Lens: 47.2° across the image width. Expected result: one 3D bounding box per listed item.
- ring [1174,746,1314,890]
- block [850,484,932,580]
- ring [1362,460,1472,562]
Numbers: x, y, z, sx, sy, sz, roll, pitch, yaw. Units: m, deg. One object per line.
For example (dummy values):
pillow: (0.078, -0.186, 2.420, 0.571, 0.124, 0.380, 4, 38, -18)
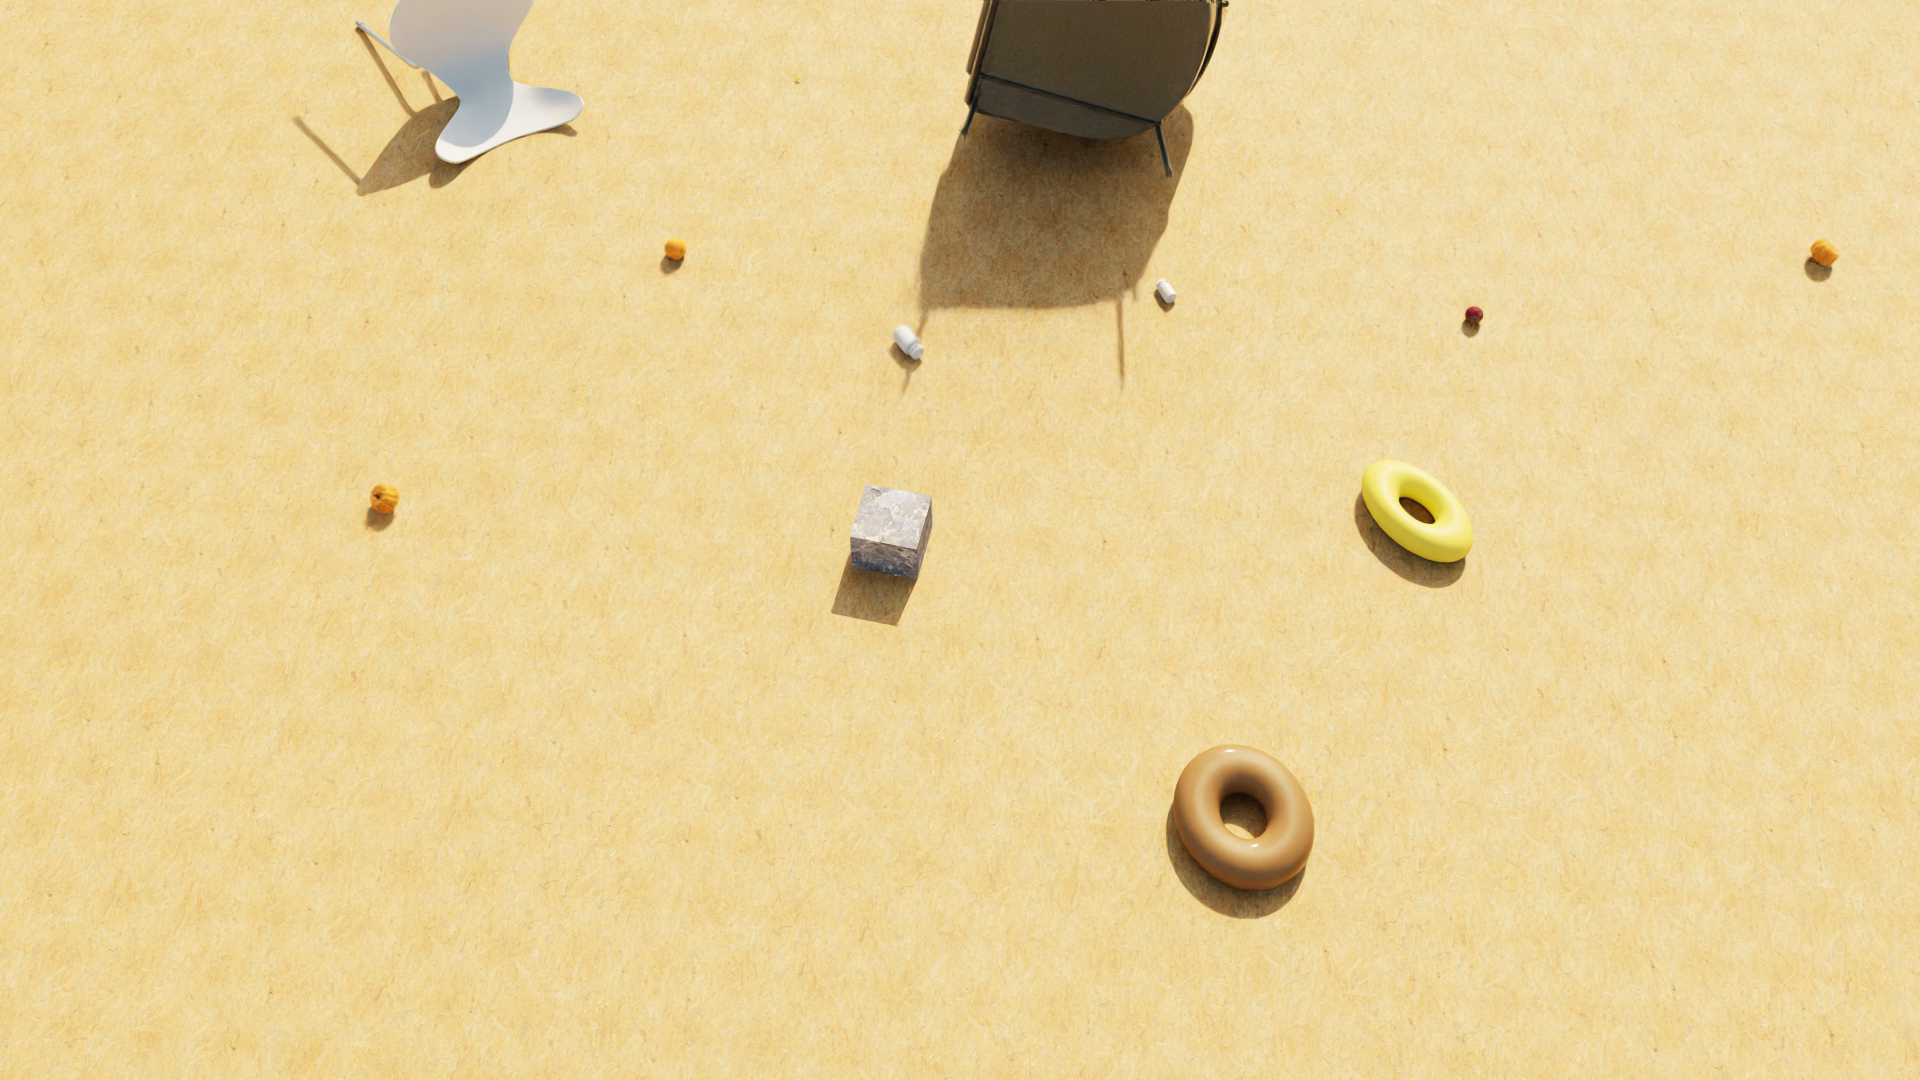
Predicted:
ring: (0.775, 0.754, 6.005, 0.373, 0.105, 0.441, -18, 59, -11)
block: (-0.201, -0.025, 6.493, 0.200, 0.162, 0.193, 11, 57, 7)
ring: (1.365, -0.088, 6.571, 0.235, 0.105, 0.405, -34, 63, -19)
